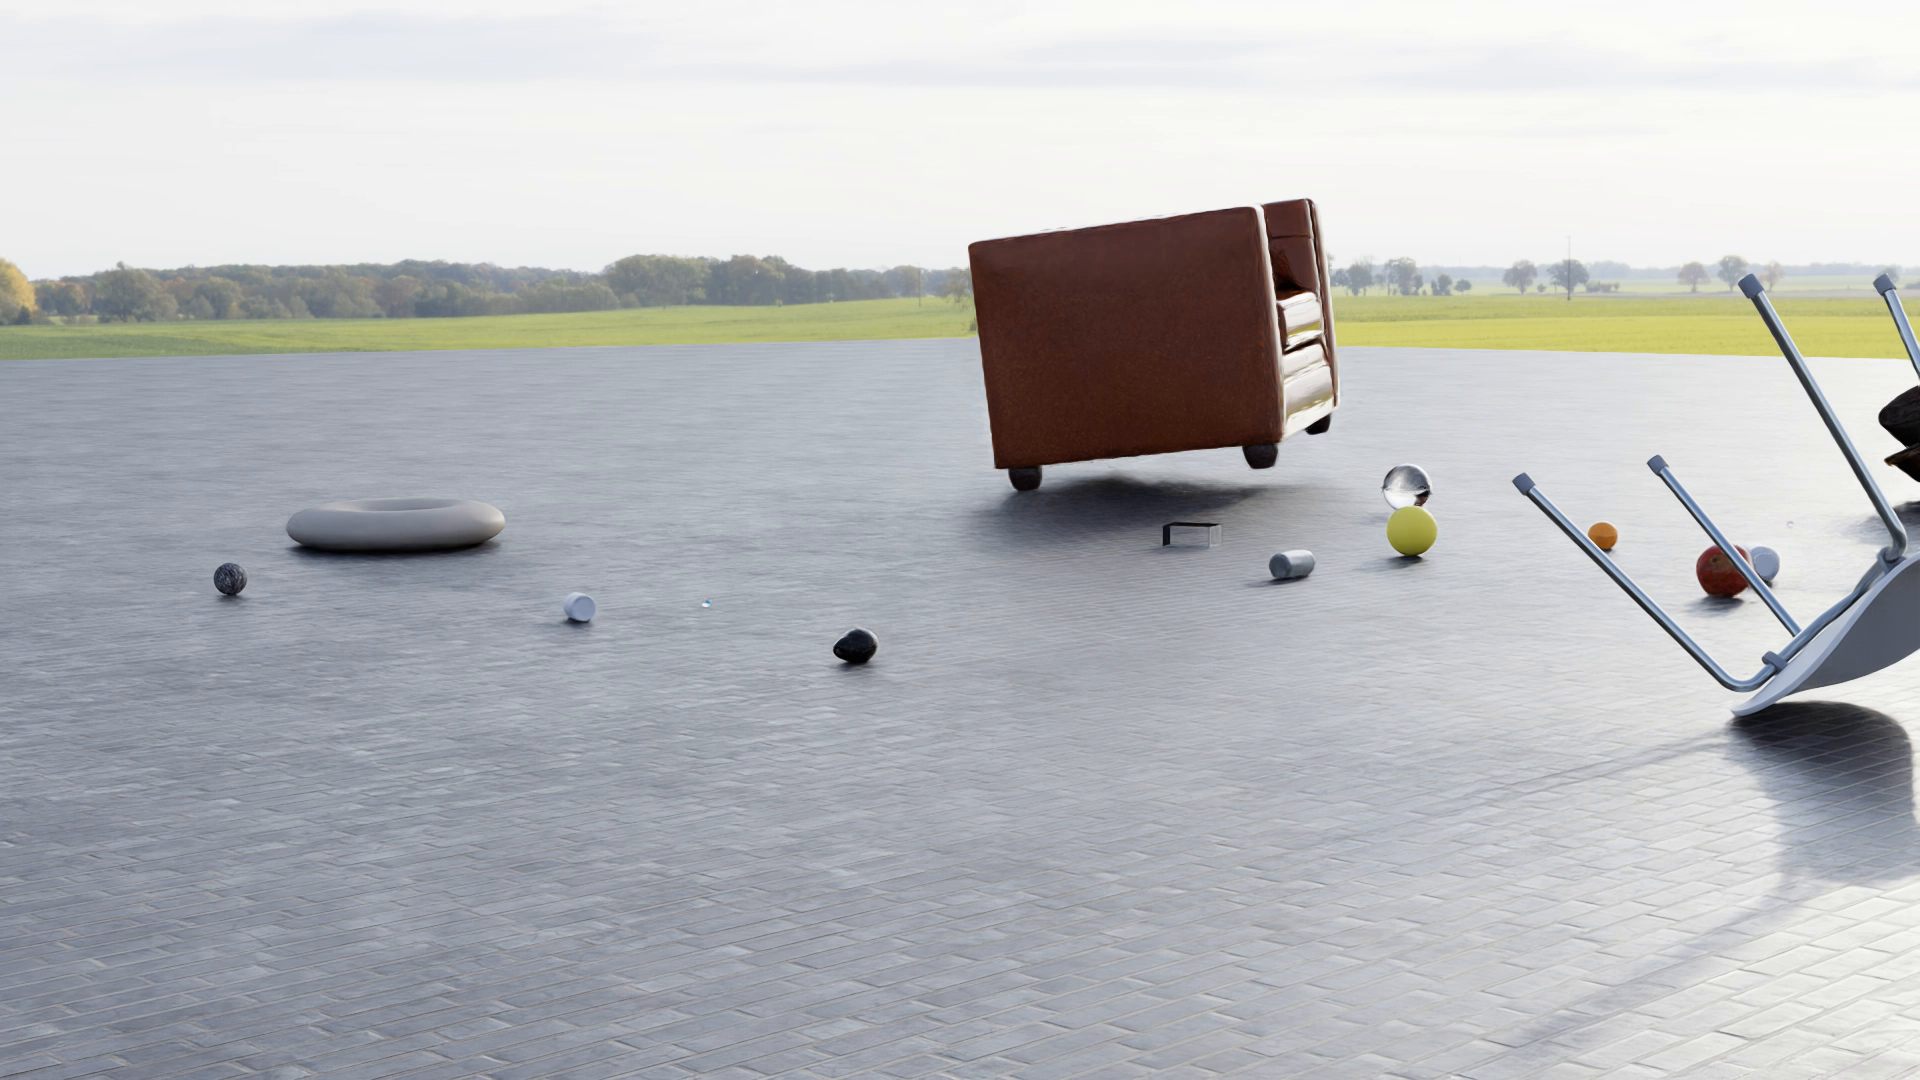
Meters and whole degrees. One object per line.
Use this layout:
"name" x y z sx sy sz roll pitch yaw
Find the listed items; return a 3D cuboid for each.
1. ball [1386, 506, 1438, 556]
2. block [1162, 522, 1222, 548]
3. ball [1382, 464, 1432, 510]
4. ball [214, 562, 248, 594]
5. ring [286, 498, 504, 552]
"ball" 1.065 -0.022 6.045 0.119 0.119 0.119 0 6 0
"block" 0.569 -0.012 6.283 0.120 0.051 0.093 3 6 23
"ball" 1.247 -0.145 7.157 0.136 0.136 0.136 0 6 0
"ball" -1.509 0.080 5.307 0.067 0.067 0.067 0 6 0
"ring" -1.390 -0.039 6.329 0.529 0.097 0.527 1 7 15
